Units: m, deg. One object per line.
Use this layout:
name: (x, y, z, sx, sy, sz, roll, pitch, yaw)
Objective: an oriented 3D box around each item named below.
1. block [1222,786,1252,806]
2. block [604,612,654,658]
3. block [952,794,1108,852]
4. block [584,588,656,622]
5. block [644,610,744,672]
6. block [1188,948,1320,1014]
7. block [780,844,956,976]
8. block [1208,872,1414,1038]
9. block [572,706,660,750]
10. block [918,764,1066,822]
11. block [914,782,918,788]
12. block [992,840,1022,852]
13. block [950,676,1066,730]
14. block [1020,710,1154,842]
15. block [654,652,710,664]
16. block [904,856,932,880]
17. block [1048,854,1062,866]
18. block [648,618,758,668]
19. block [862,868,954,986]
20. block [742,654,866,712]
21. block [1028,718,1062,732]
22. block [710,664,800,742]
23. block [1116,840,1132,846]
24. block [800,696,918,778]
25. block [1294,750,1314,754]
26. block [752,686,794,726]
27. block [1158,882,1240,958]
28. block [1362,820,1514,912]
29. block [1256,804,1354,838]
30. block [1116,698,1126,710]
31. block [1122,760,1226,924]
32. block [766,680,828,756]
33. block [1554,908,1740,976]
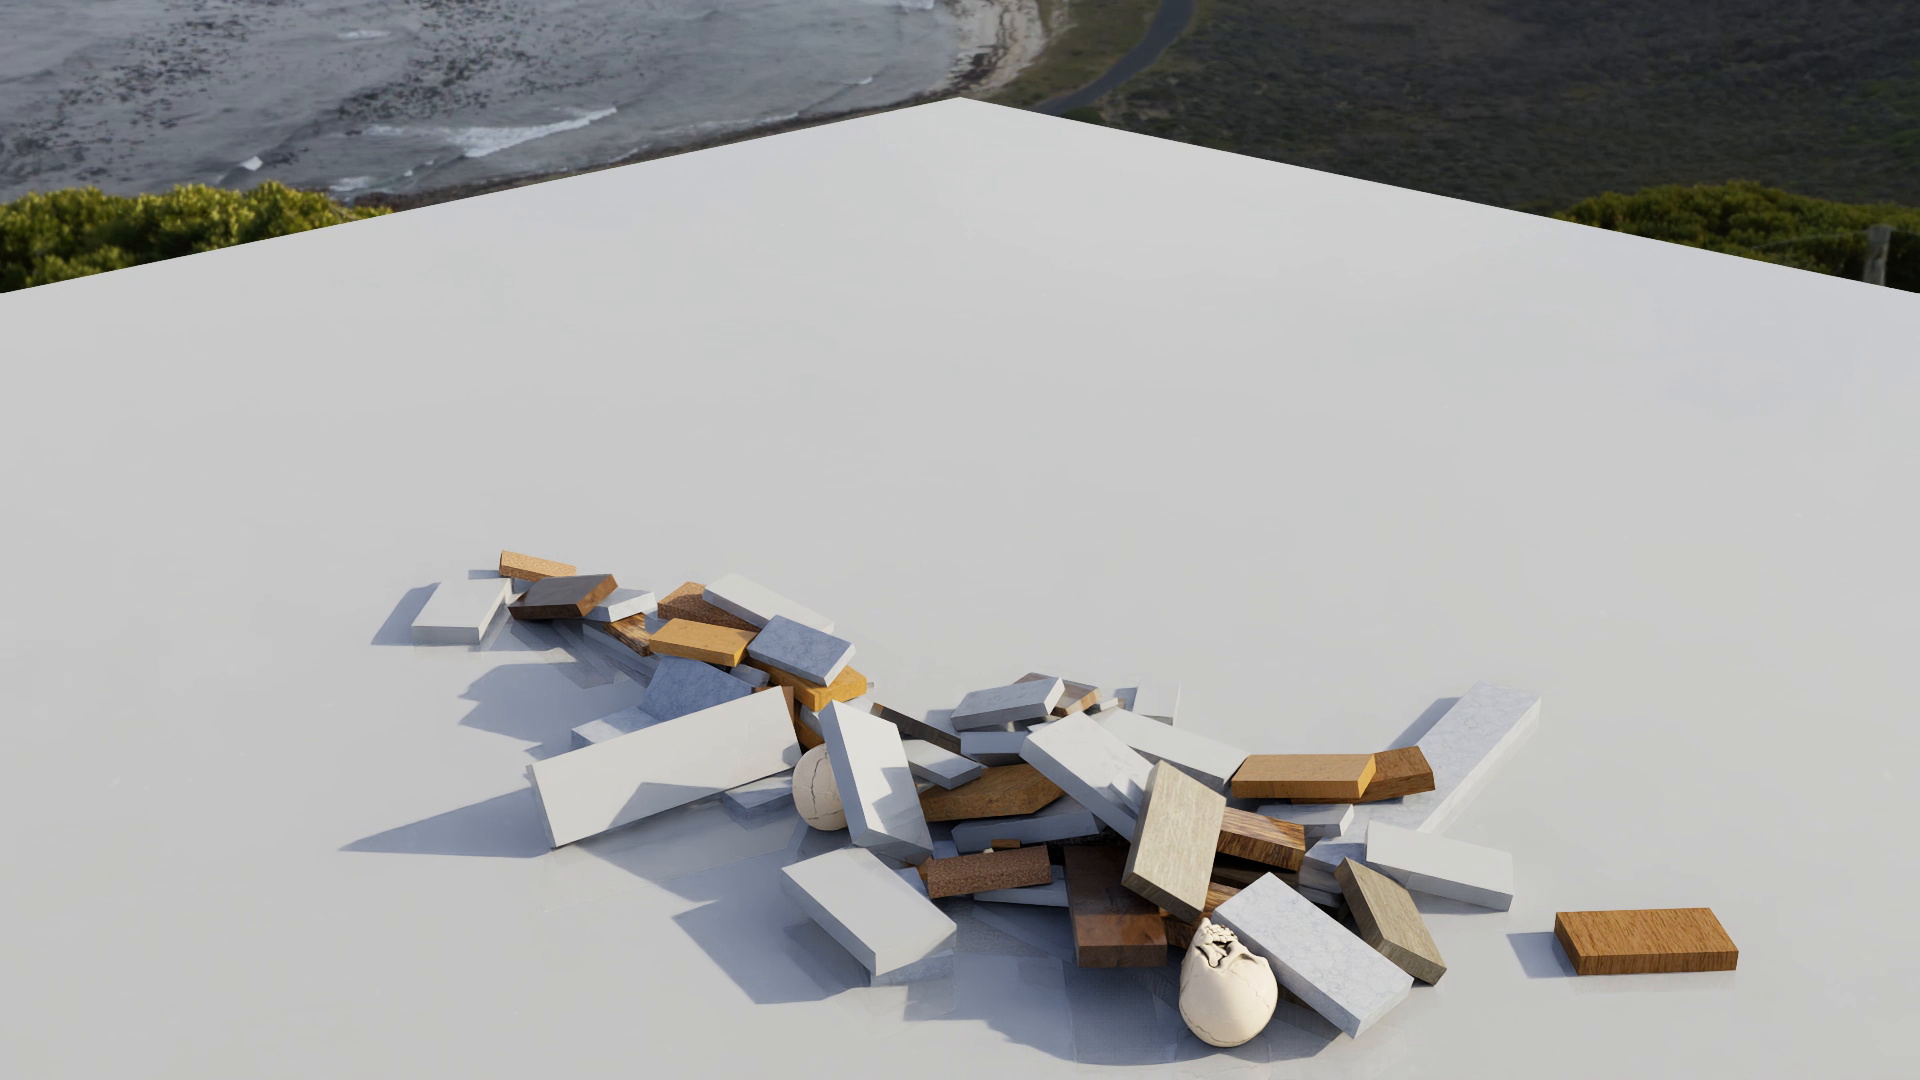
block: (0.562, 0.507, 4.533, 0.182, 0.026, 0.091, -12, 26, -27)
block: (-0.748, 0.218, 5.146, 0.094, 0.027, 0.187, -16, 28, -34)
block: (0.164, 0.532, 4.278, 0.334, 0.047, 0.167, -14, 12, 36)
block: (-0.856, 0.152, 5.273, 0.130, 0.037, 0.259, -20, 15, -39)
block: (-0.564, 0.209, 4.938, 0.279, 0.040, 0.139, 22, 32, 38)
block: (0.589, 0.752, 3.929, 0.321, 0.046, 0.161, 17, 28, 34)
block: (-0.170, 0.669, 4.012, 0.168, 0.048, 0.337, -15, 27, -31)
block: (0.609, 0.718, 3.824, 0.321, 0.046, 0.161, 35, 40, 30)
block: (-0.662, 0.449, 4.643, 0.161, 0.046, 0.321, -20, 30, -39)
block: (0.070, 0.497, 4.357, 0.334, 0.047, 0.167, -12, 9, 45)
block: (-0.154, 0.499, 4.460, 0.026, 0.093, 0.186, 1, 19, -34)
block: (0.094, 0.597, 4.238, 0.054, 0.015, 0.109, 0, -21, 8)
block: (0.103, 0.355, 4.774, 0.229, 0.032, 0.114, -12, 20, 27)
block: (0.292, 0.458, 4.164, 0.334, 0.047, 0.167, 36, 36, 28)
block: (-0.547, 0.283, 4.941, 0.279, 0.040, 0.140, 34, 38, 31)
block: (-0.079, 0.627, 4.265, 0.050, 0.014, 0.100, -5, 23, -11)
block: (0.194, 0.631, 4.255, 0.109, 0.015, 0.054, 18, 29, 36)
block: (-0.558, 0.222, 4.793, 0.213, 0.030, 0.107, 9, 27, 23)
block: (-0.121, 0.707, 4.040, 0.152, 0.043, 0.304, -6, 24, -13)
block: (-0.338, 0.280, 4.755, 0.136, 0.039, 0.272, -17, 31, -36)
block: (0.256, 0.451, 4.602, 0.131, 0.037, 0.262, -12, 27, -21)
block: (-0.415, 0.339, 4.826, 0.279, 0.040, 0.139, 35, 39, 31)
block: (0.361, 0.574, 4.225, 0.106, 0.030, 0.211, -7, 21, -31)
block: (-0.198, 0.416, 4.638, 0.136, 0.039, 0.272, -21, 47, -40)
block: (0.695, 0.476, 4.614, 0.134, 0.019, 0.067, -12, 26, -26)
block: (-0.392, 0.393, 4.605, 0.086, 0.171, 0.024, 1, -3, -28)
block: (0.397, 0.675, 4.027, 0.161, 0.046, 0.321, -23, 21, -40)
block: (0.909, 0.619, 4.185, 0.277, 0.039, 0.139, 13, 28, 6)
block: (0.674, 0.556, 4.354, 0.190, 0.027, 0.095, -5, 16, 27)
block: (0.316, 0.366, 4.879, 0.101, 0.014, 0.050, 3, 23, 6)
block: (0.391, 0.546, 3.998, 0.147, 0.042, 0.293, 31, 39, -8)
block: (-0.342, 0.355, 4.751, 0.136, 0.039, 0.272, -21, 45, -41)
block: (1.244, 0.728, 3.993, 0.287, 0.041, 0.144, -1, 23, -3)
